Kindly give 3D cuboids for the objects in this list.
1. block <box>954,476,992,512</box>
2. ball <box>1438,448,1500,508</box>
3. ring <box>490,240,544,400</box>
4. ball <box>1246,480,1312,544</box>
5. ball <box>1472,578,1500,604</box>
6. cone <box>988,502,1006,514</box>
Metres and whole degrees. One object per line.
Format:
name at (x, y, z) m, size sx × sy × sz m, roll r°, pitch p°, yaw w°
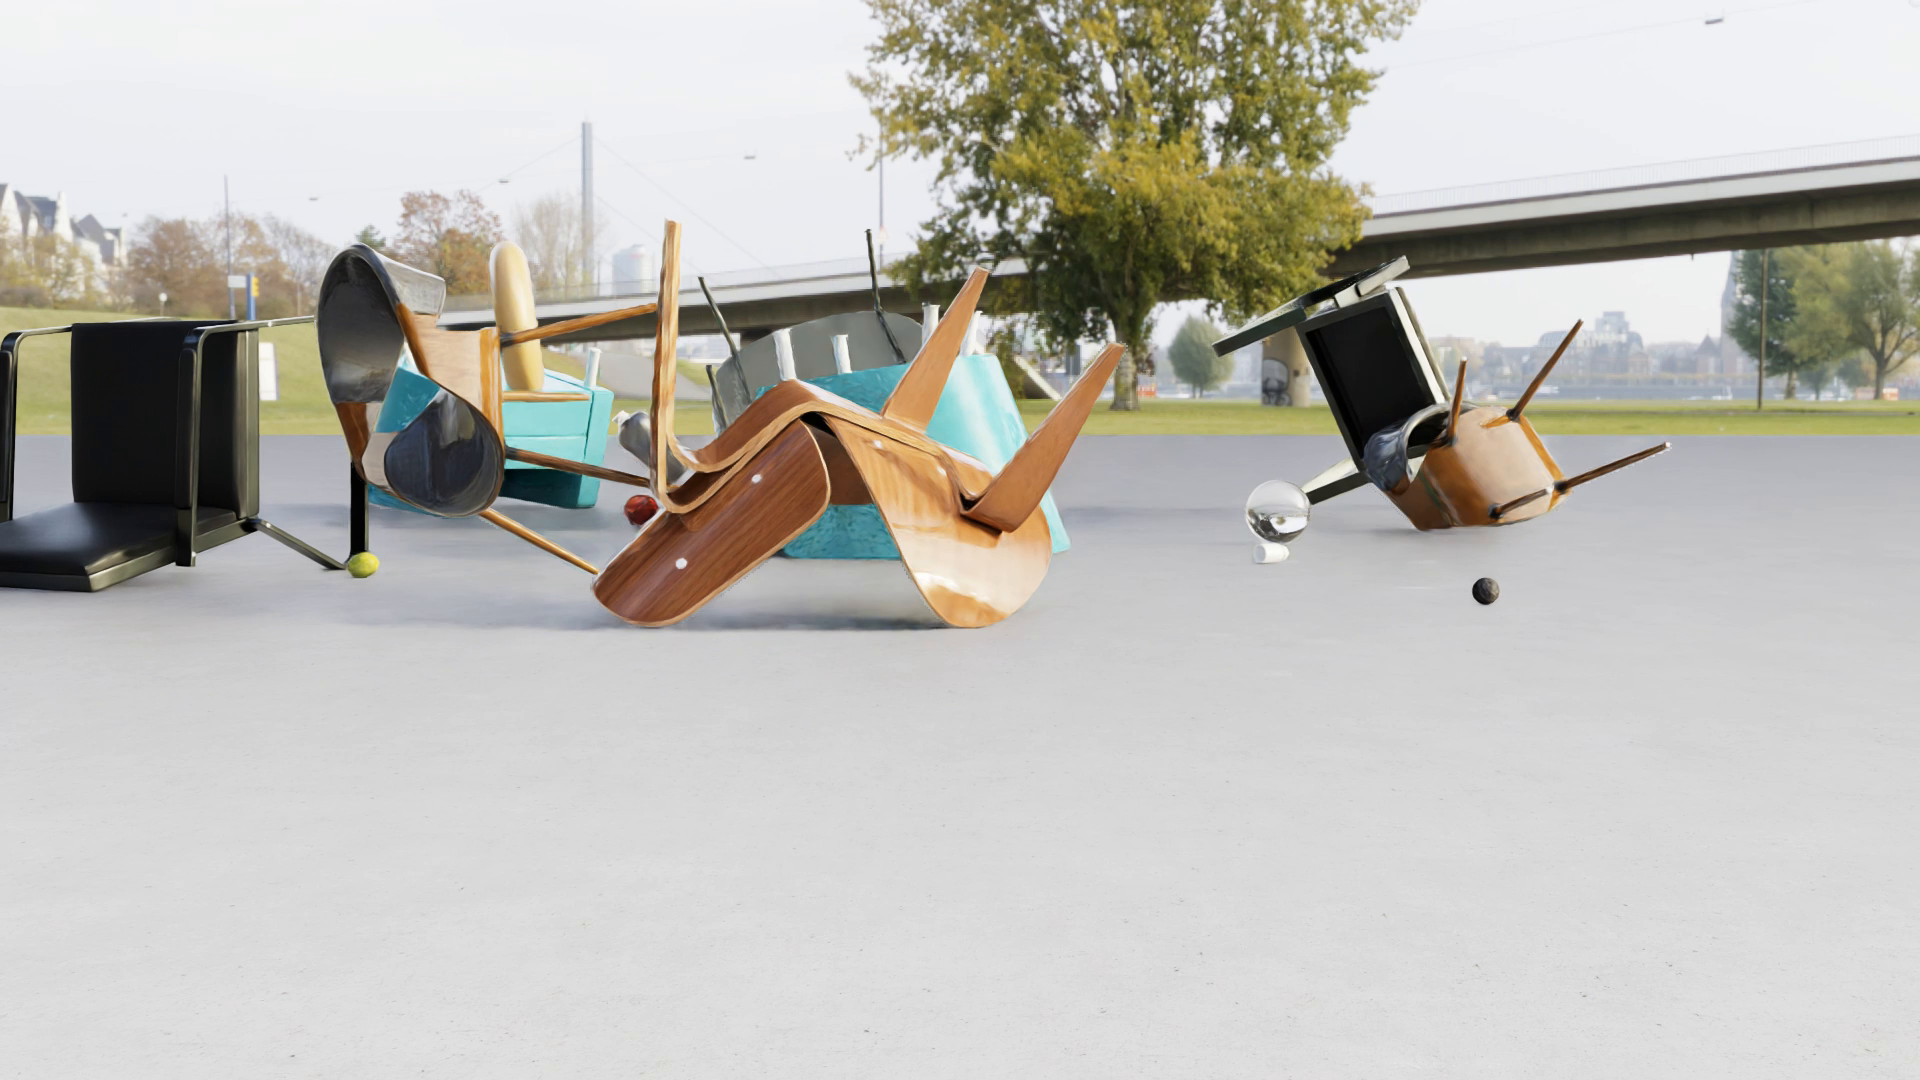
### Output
block at (0.049, -0.167, 8.022) m, size 0.069 × 0.111 × 0.094 m, roll 37°, pitch 12°, yaw 10°
ball at (1.914, -0.233, 8.262) m, size 0.229 × 0.229 × 0.229 m, roll 0°, pitch 4°, yaw 0°
ring at (-1.433, -0.706, 7.110) m, size 0.125 × 0.522 × 0.506 m, roll -8°, pitch 11°, yaw -9°
ball at (0.919, -0.081, 6.350) m, size 0.188 × 0.188 × 0.188 m, roll 0°, pitch 4°, yaw 0°
ball at (1.096, 0.106, 4.583) m, size 0.057 × 0.057 × 0.057 m, roll 0°, pitch 4°, yaw 0°
cone at (0.132, -0.105, 7.917) m, size 0.062 × 0.047 × 0.063 m, roll 7°, pitch -16°, yaw 4°
